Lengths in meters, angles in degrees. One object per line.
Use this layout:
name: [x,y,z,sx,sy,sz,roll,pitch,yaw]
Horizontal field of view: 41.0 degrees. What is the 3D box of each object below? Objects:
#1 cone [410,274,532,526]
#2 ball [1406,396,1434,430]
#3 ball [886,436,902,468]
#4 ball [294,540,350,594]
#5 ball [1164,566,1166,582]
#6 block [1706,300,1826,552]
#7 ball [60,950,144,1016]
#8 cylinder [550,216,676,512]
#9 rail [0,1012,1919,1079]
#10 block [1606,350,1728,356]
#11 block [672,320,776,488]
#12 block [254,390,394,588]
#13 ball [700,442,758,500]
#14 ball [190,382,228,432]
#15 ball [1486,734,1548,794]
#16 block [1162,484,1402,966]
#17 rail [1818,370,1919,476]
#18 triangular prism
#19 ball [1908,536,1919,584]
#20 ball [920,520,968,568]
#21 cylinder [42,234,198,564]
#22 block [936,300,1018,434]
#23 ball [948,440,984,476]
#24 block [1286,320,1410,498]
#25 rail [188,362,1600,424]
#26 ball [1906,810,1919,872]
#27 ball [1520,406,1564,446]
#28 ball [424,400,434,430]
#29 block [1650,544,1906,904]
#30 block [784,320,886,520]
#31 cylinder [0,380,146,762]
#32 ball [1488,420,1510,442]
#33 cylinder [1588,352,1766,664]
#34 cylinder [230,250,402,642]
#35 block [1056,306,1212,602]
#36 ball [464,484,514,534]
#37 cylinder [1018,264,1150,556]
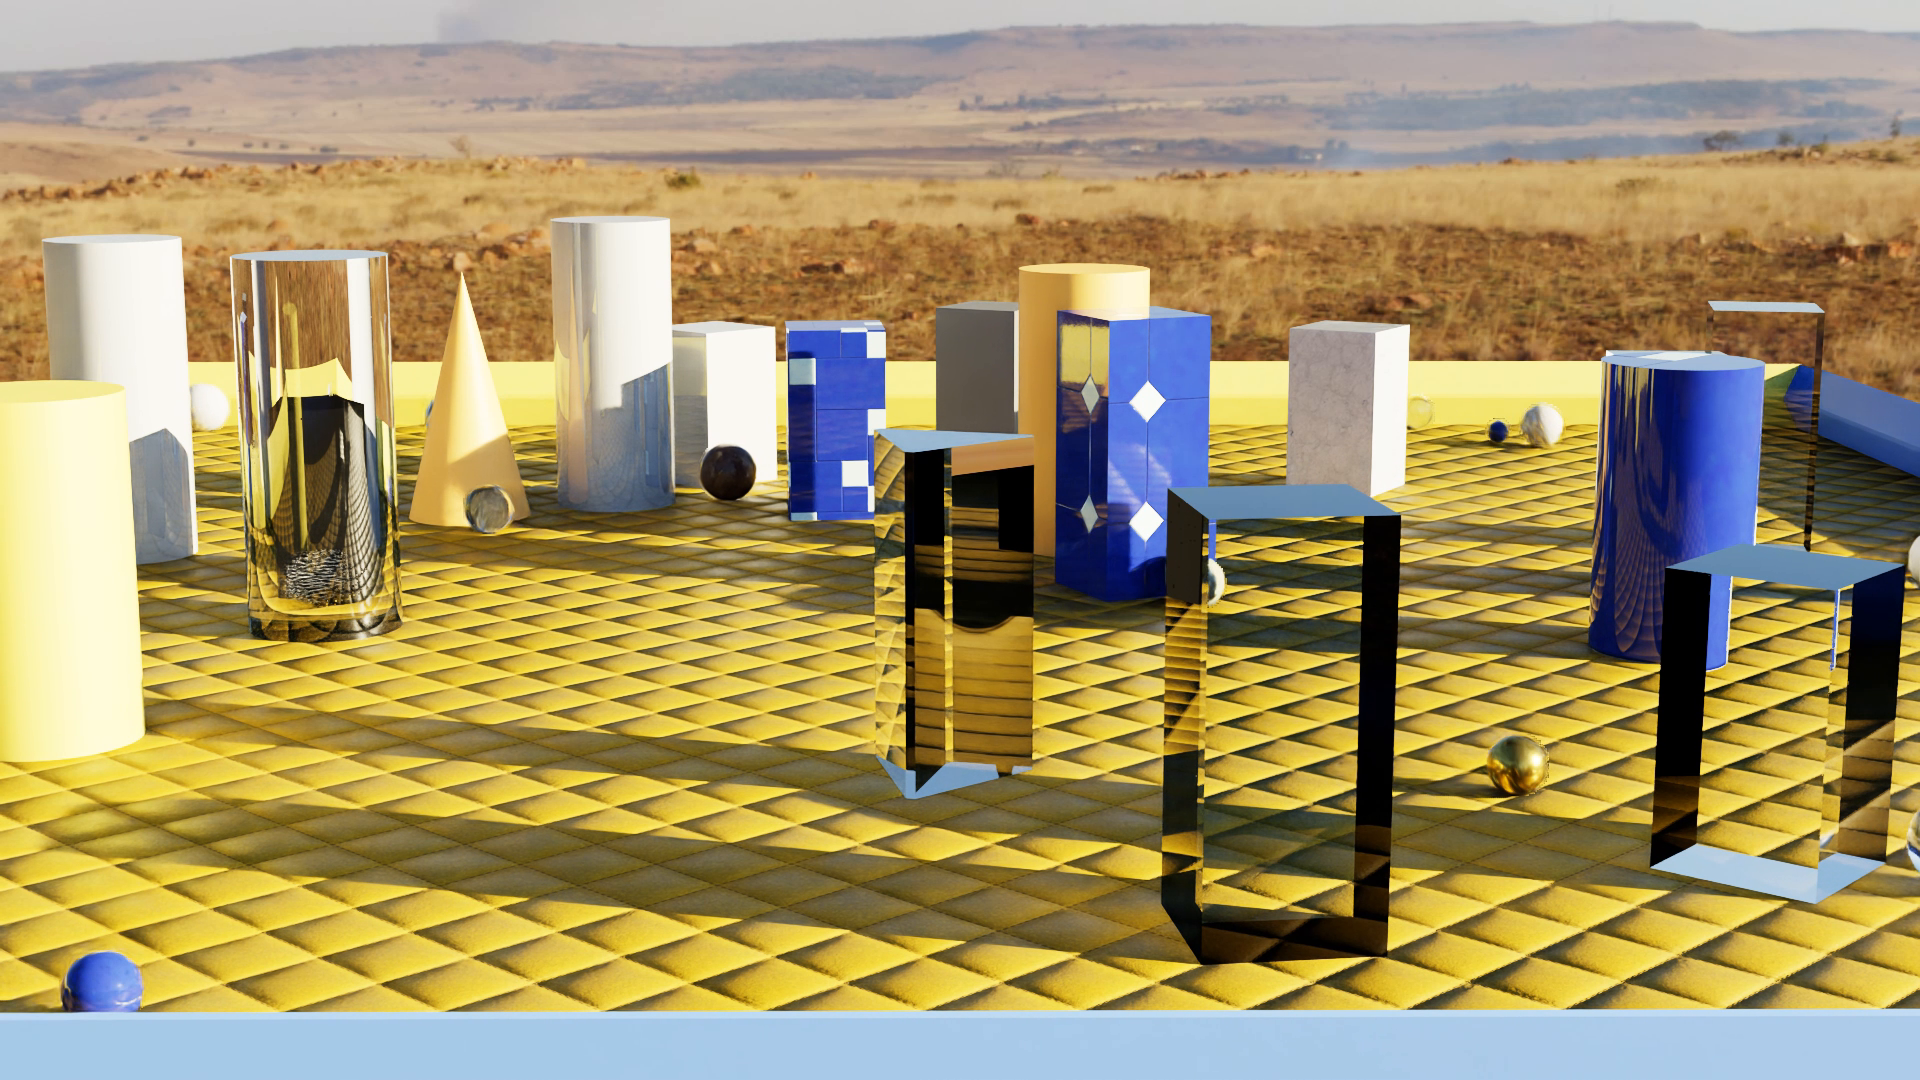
cone: [-0.802,-0.237,4.166,0.197,0.399,0.197,0,10,0]
ball: [0.926,-0.257,5.192,0.065,0.065,0.065,0,10,0]
ball: [-0.136,-0.160,4.685,0.059,0.059,0.059,0,10,0]
ball: [-0.889,0.037,3.573,0.076,0.076,0.076,0,10,0]
ball: [0.316,0.048,3.527,0.072,0.072,0.072,0,10,0]
block: [1.213,-0.171,3.898,0.157,0.367,0.157,2,11,13]
ball: [-0.655,0.344,1.959,0.061,0.061,0.061,0,10,0]
cylinder: [-0.578,-0.297,4.283,0.197,0.474,0.197,0,10,0]
rail: [0.010,0.362,1.675,3.449,0.128,0.045,0,10,0]
block: [0.991,-0.092,3.582,0.157,0.327,0.157,0,11,2]
block: [-0.437,-0.241,4.540,0.157,0.271,0.157,10,14,43]
block: [-0.907,-0.075,3.670,0.157,0.262,0.157,0,11,-3]
ball: [-0.392,-0.115,4.336,0.098,0.098,0.098,0,10,0]
ball: [-1.519,-0.266,5.148,0.098,0.098,0.098,0,10,0]
ball: [0.562,0.227,2.591,0.060,0.060,0.060,0,10,0]
block: [0.265,0.150,2.156,0.157,0.371,0.157,-1,11,-7]
rail: [1.701,0.031,3.459,0.045,0.128,3.655,0,10,0]
triangular prism: [-0.037,0.067,2.656,0.170,0.352,0.148,-9,14,-42]
ball: [1.369,0.028,3.570,0.095,0.095,0.095,0,10,0]
ball: [-0.023,0.006,3.761,0.069,0.069,0.069,0,10,0]
cylinder: [-1.253,-0.212,3.832,0.197,0.473,0.197,0,10,0]
block: [0.062,-0.280,4.684,0.157,0.295,0.157,5,12,26]
ball: [0.011,-0.148,4.610,0.062,0.062,0.062,0,10,0]
block: [0.674,-0.231,4.459,0.157,0.281,0.157,6,12,30]
rail: [-0.010,-0.296,5.223,3.449,0.128,0.045,0,10,0]
ball: [0.891,0.270,2.287,0.088,0.088,0.088,0,10,0]
ball: [1.122,-0.220,4.950,0.080,0.080,0.080,0,10,0]
ball: [-0.997,-0.236,4.999,0.095,0.095,0.095,0,10,0]
block: [0.745,0.162,2.339,0.157,0.281,0.157,9,14,40]
block: [-0.205,-0.198,4.207,0.157,0.308,0.157,-1,11,-5]
cylinder: [-0.996,0.029,2.778,0.197,0.382,0.197,0,10,0]
ball: [1.052,-0.212,5.012,0.042,0.042,0.042,0,10,0]
cylinder: [0.895,-0.042,3.211,0.197,0.364,0.197,0,10,0]
cylinder: [-0.832,-0.126,3.327,0.197,0.486,0.197,0,10,0]
block: [0.240,-0.124,3.588,0.157,0.387,0.157,-5,12,-24]
ball: [-0.741,-0.049,4.035,0.078,0.078,0.078,0,10,0]
cylinder: [0.187,-0.199,3.893,0.197,0.424,0.197,0,10,0]
